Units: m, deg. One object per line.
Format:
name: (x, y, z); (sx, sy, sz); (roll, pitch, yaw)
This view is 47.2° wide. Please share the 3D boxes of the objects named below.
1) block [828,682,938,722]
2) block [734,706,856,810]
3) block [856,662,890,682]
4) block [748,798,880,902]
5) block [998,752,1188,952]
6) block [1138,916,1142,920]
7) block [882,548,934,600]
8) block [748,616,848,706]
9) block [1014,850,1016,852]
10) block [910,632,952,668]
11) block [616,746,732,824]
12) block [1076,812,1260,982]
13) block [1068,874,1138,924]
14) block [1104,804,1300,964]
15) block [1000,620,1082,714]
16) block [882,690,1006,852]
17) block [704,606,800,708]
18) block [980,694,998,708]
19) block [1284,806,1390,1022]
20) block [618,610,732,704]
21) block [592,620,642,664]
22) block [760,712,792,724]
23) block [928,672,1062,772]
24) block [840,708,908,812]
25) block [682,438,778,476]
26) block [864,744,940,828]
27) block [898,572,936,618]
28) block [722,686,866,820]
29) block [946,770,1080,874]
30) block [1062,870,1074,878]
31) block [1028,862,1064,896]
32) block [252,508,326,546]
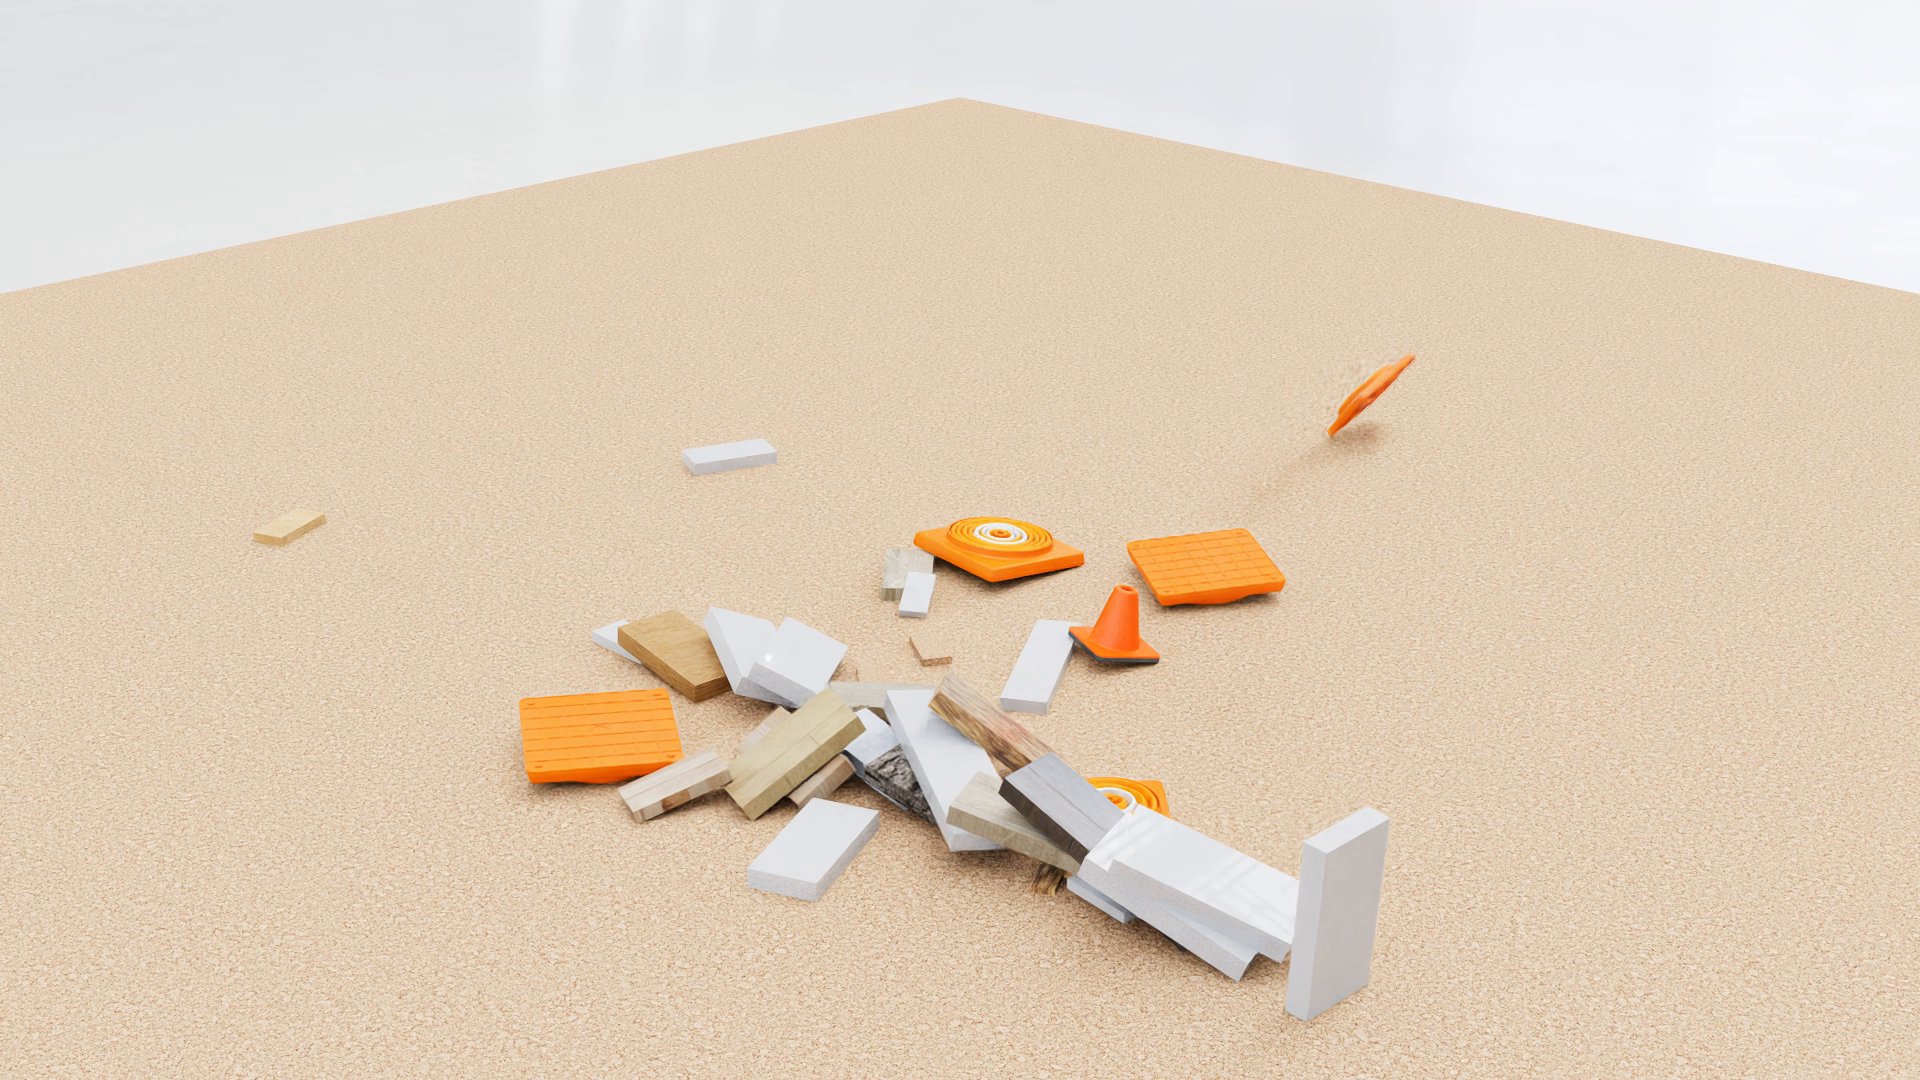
block: (-0.160, 0.357, 4.846); (0.254, 0.035, 0.122); (2, 22, -9)
block: (-0.345, 0.455, 4.555); (0.138, 0.039, 0.276); (-42, 38, -14)
block: (-0.196, 0.318, 4.987); (0.069, 0.020, 0.138); (-3, 23, -7)
block: (-0.283, 0.601, 4.290); (0.146, 0.041, 0.292); (9, 25, 20)
block: (0.291, 0.579, 4.125); (0.469, 0.041, 0.146); (39, 38, 25)
block: (0.350, 0.680, 4.129); (0.156, 0.022, 0.078); (19, 29, 37)
block: (-0.129, 0.087, 5.513); (0.122, 0.035, 0.244); (1, 23, 1)
block: (-0.361, 0.274, 4.933); (0.158, 0.045, 0.317); (27, 18, 0)
block: (0.090, 0.572, 4.321); (0.101, 0.014, 0.050); (32, 34, 29)
block: (-0.069, 0.255, 5.135); (0.069, 0.020, 0.138); (-6, 24, -14)
block: (-0.582, 0.499, 4.485); (0.212, 0.030, 0.106); (-24, 30, -18)
block: (0.404, 0.647, 4.009); (0.346, 0.049, 0.173); (32, 36, 16)
block: (0.282, 0.662, 4.116); (0.078, 0.022, 0.156); (-18, 29, -36)
block: (0.450, 0.619, 3.985); (0.346, 0.049, 0.173); (25, 34, 7)
block: (0.188, 0.287, 5.047); (0.106, 0.030, 0.421); (5, 24, 12)
block: (-0.017, 0.457, 4.433); (0.148, 0.042, 0.497); (0, 29, -20)
block: (-0.465, 0.263, 4.965); (0.158, 0.045, 0.317); (16, 21, -27)
block: (0.047, 0.384, 4.767); (0.106, 0.030, 0.211); (13, 16, -28)
block: (0.650, 0.646, 3.793); (0.173, 0.346, 0.049); (-20, 33, -39)
block: (-0.632, 0.263, 5.041); (0.158, 0.045, 0.317); (-18, 34, -37)
block: (-0.771, 0.239, 5.165); (0.182, 0.026, 0.091); (20, 30, 39)
block: (-0.367, 0.403, 4.787); (0.129, 0.018, 0.064); (18, 29, 36)
block: (0.074, 0.396, 4.535); (0.297, 0.042, 0.148); (37, 15, -1)
block: (-0.156, 0.454, 4.569); (0.138, 0.039, 0.276); (-20, 41, -42)
block: (-0.657, -0.238, 6.278); (0.244, 0.035, 0.122); (-10, 25, -21)
block: (-0.044, 0.508, 4.433); (0.276, 0.039, 0.138); (30, 35, 27)
block: (-0.104, 0.134, 5.361); (0.069, 0.020, 0.138); (6, 42, 7)
block: (-0.348, 0.436, 4.501); (0.297, 0.042, 0.148); (-38, 34, -11)
block: (0.136, 0.545, 4.232); (0.292, 0.041, 0.146); (20, 29, 16)
block: (0.219, 0.626, 4.238); (0.050, 0.014, 0.101); (25, 19, -14)
block: (0.171, 0.647, 4.218); (0.050, 0.014, 0.101); (7, 24, 16)
block: (-1.770, -0.034, 5.807); (0.091, 0.026, 0.182); (9, 25, 20)
